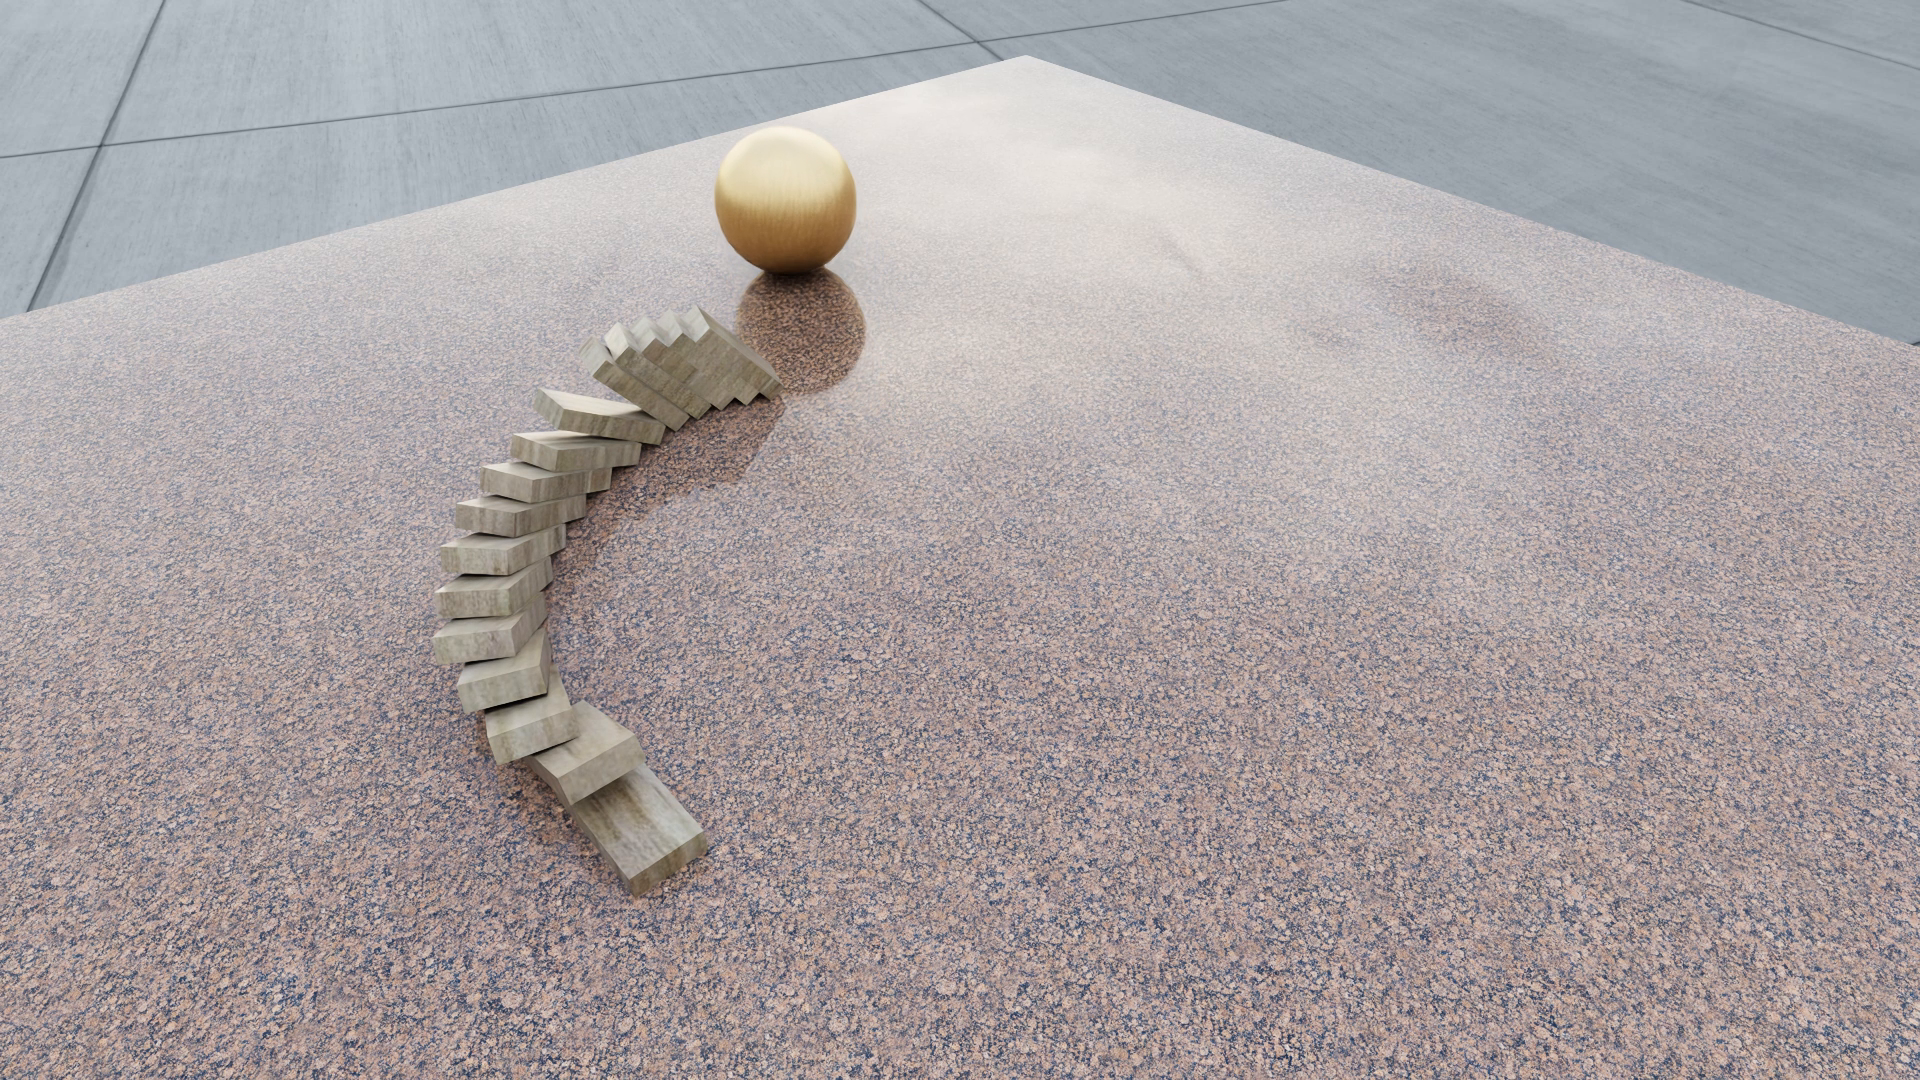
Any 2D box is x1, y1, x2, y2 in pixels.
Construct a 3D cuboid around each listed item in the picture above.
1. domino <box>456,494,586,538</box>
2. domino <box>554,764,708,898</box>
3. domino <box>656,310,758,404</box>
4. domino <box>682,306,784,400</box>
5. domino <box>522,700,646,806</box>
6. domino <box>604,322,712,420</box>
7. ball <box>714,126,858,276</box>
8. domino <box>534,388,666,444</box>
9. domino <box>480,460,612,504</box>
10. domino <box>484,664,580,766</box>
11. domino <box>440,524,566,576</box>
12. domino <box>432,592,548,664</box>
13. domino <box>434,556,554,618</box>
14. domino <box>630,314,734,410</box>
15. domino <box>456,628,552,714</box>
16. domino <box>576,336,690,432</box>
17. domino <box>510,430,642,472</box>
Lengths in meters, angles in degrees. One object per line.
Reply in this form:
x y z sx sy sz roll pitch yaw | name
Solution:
-0.175 -0.012 0.440 0.025 0.009 0.050 9 12 11 | domino
-0.103 0.084 0.340 0.025 0.010 0.050 -30 48 -31 | domino
-0.119 -0.086 0.521 0.010 0.050 0.025 -44 45 8 | domino
-0.108 -0.089 0.524 0.009 0.050 0.025 -44 45 8 | domino
-0.121 0.066 0.347 0.025 0.009 0.050 -29 22 -30 | domino
-0.140 -0.078 0.511 0.009 0.050 0.025 -44 44 8 | domino
-0.098 -0.191 0.621 0.080 0.080 0.080 0 39 0 | ball
-0.160 -0.055 0.489 0.025 0.009 0.050 33 18 38 | domino
-0.171 -0.026 0.457 0.025 0.010 0.050 14 13 16 | domino
-0.141 0.056 0.359 0.025 0.009 0.050 -19 18 -21 | domino
-0.174 0.002 0.423 0.025 0.010 0.050 3 12 4 | domino
-0.165 0.030 0.389 0.025 0.010 0.050 -6 13 -7 | domino
-0.171 0.017 0.406 0.025 0.010 0.050 -3 12 -3 | domino
-0.130 -0.083 0.517 0.009 0.050 0.025 -44 45 8 | domino
-0.153 0.043 0.373 0.025 0.010 0.050 -14 14 -16 | domino
-0.149 -0.071 0.502 0.010 0.050 0.025 -47 47 6 | domino
-0.164 -0.039 0.473 0.025 0.009 0.050 19 15 21 | domino
